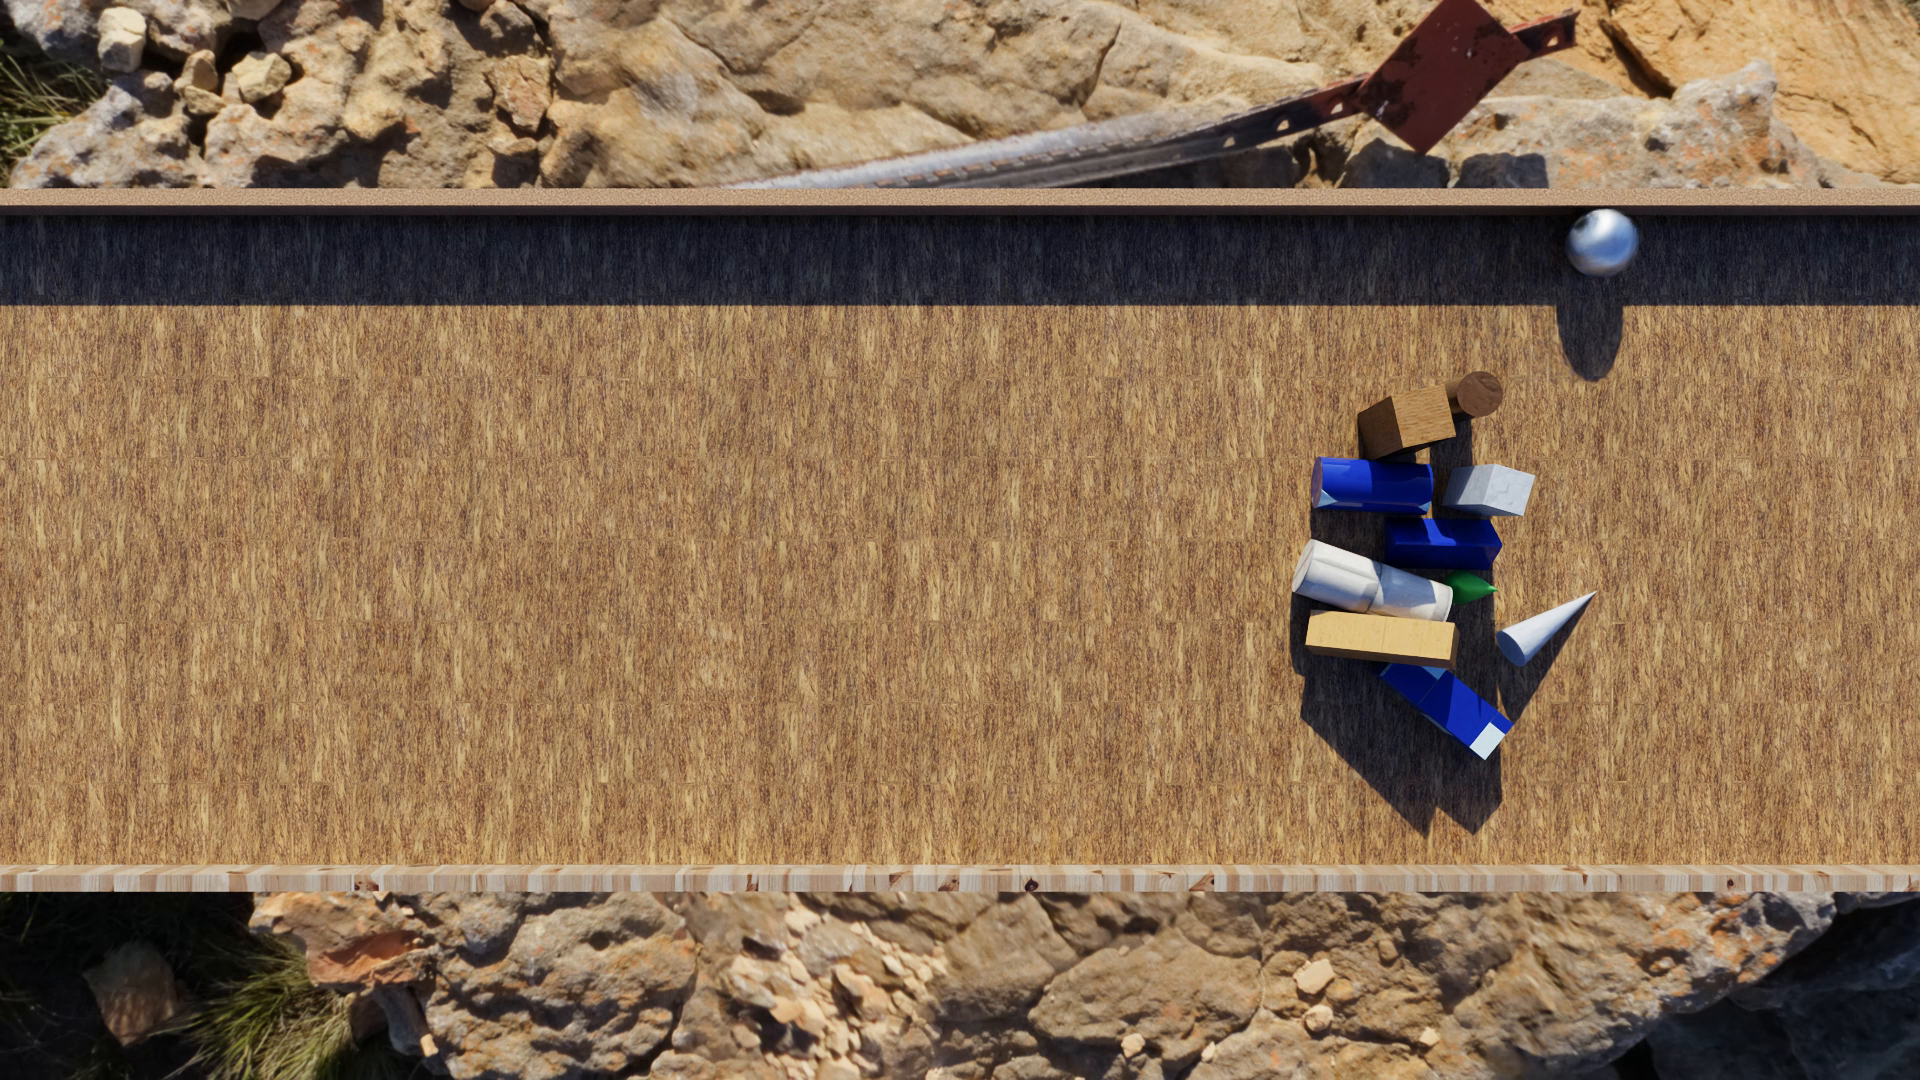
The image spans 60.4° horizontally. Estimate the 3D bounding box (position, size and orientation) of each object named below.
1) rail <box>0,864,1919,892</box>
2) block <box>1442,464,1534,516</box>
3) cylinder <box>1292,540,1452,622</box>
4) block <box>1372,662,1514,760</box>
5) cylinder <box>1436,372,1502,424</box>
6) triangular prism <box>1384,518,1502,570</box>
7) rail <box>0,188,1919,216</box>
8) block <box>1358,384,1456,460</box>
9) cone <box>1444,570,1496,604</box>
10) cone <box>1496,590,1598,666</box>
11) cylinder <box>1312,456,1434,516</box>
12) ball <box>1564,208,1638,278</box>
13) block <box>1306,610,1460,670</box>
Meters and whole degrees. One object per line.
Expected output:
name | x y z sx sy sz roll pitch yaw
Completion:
rail | -2.247 1.025 5.001 12.000 0.150 0.050 0 90 0
block | 1.556 -0.145 4.873 0.119 0.406 0.119 16 91 0
cylinder | 1.245 0.149 4.991 0.440 0.170 0.170 19 90 0
block | 1.463 0.481 5.008 0.395 0.137 0.137 39 90 0
cylinder | 1.505 -0.423 4.926 0.133 0.300 0.133 0 90 0
triangular prism | 1.466 0.012 5.008 0.319 0.130 0.151 1 90 0
rail | -2.247 -1.025 5.002 12.000 0.150 0.050 0 90 0
block | 1.311 -0.340 4.863 0.153 0.419 0.153 -12 87 0
cone | 1.543 0.144 4.901 0.109 0.351 0.109 0 90 0
cone | 1.818 0.243 5.045 0.344 0.127 0.127 -31 90 -11
cylinder | 1.246 -0.164 4.998 0.330 0.158 0.158 4 90 0
ball | 1.932 -0.897 4.973 0.206 0.206 0.206 0 90 0
block | 1.259 0.296 4.921 0.423 0.111 0.111 5 73 26
